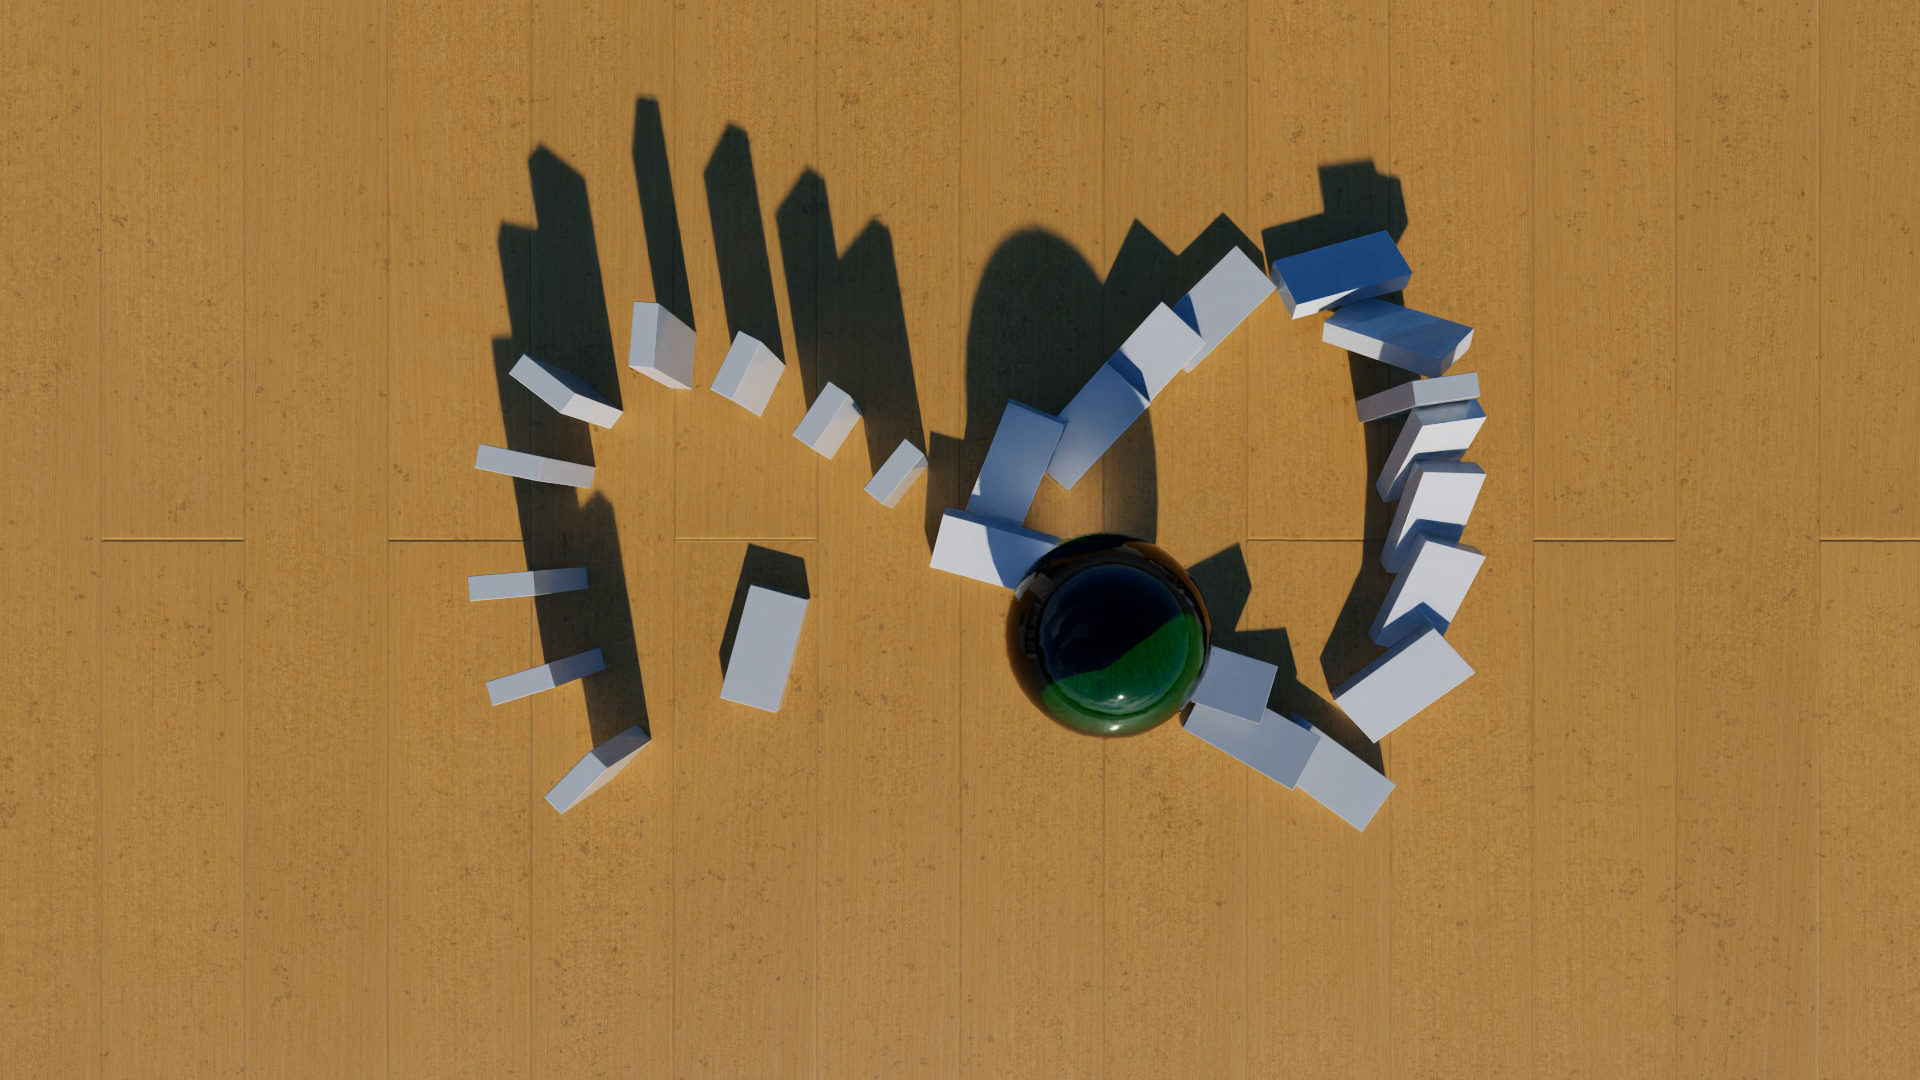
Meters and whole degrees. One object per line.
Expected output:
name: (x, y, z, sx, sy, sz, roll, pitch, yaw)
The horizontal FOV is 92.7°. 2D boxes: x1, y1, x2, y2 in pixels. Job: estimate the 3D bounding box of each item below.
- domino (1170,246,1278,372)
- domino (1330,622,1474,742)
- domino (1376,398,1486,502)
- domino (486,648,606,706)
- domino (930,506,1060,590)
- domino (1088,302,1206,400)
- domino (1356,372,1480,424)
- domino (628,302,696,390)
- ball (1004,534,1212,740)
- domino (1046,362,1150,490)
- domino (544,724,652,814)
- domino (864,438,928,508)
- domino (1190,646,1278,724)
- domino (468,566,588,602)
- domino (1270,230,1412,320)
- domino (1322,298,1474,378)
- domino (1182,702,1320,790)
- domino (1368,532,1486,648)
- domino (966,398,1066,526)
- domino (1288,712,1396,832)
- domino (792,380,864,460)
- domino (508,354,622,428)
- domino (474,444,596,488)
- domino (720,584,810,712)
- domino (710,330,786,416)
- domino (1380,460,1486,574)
domino: (0.109, -0.099, 0.395, 0.050, 0.010, 0.025, -44, 90, 0)
domino: (0.187, 0.060, 0.388, 0.050, 0.009, 0.025, -43, 90, 18)
domino: (0.192, -0.036, 0.377, 0.025, 0.050, 0.009, -8, 56, 0)
domino: (-0.168, 0.055, 0.375, 0.025, 0.050, 0.009, -17, 90, 0)
domino: (0.015, 0.005, 0.391, 0.050, 0.010, 0.025, 15, 114, 0)
domino: (0.077, -0.073, 0.389, 0.025, 0.009, 0.050, 43, 104, 0)
domino: (0.186, -0.058, 0.375, 0.025, 0.050, 0.010, -8, 90, 0)
domino: (-0.121, -0.078, 0.375, 0.010, 0.050, 0.025, 5, 90, 0)
ball: (0.058, 0.037, 0.360, 0.080, 0.080, 0.080, 0, 90, 0)
domino: (0.054, -0.048, 0.388, 0.025, 0.009, 0.050, 43, 106, 0)
domino: (-0.147, 0.093, 0.375, 0.009, 0.050, 0.025, 45, 90, 0)
domino: (-0.025, -0.026, 0.375, 0.010, 0.050, 0.025, 40, 90, 0)
domino: (0.105, 0.057, 0.387, 0.050, 0.010, 0.025, 17, 86, 19)
domino: (-0.175, 0.018, 0.375, 0.025, 0.050, 0.009, -5, 90, 0)
domino: (0.162, -0.113, 0.390, 0.050, 0.010, 0.025, -15, 64, 0)
domino: (0.179, -0.085, 0.377, 0.025, 0.010, 0.050, -39, 50, -22)
domino: (0.123, 0.082, 0.389, 0.050, 0.010, 0.025, 29, 90, 15)
domino: (0.196, 0.024, 0.386, 0.025, 0.009, 0.050, 15, 114, 0)
domino: (0.023, -0.031, 0.387, 0.025, 0.010, 0.050, 22, 110, 0)
domino: (0.158, 0.100, 0.395, 0.050, 0.010, 0.025, 36, 90, 0)
domino: (-0.053, -0.048, 0.375, 0.010, 0.050, 0.025, 35, 90, 0)
domino: (-0.160, -0.060, 0.375, 0.025, 0.050, 0.010, 38, 90, 0)
domino: (-0.172, -0.030, 0.375, 0.025, 0.050, 0.009, 12, 90, 0)
domino: (-0.084, 0.046, 0.395, 0.025, 0.009, 0.050, 15, 90, 0)
domino: (-0.086, -0.067, 0.375, 0.010, 0.050, 0.025, 26, 90, 0)
domino: (0.196, -0.009, 0.382, 0.025, 0.009, 0.050, 2, 125, 0)
